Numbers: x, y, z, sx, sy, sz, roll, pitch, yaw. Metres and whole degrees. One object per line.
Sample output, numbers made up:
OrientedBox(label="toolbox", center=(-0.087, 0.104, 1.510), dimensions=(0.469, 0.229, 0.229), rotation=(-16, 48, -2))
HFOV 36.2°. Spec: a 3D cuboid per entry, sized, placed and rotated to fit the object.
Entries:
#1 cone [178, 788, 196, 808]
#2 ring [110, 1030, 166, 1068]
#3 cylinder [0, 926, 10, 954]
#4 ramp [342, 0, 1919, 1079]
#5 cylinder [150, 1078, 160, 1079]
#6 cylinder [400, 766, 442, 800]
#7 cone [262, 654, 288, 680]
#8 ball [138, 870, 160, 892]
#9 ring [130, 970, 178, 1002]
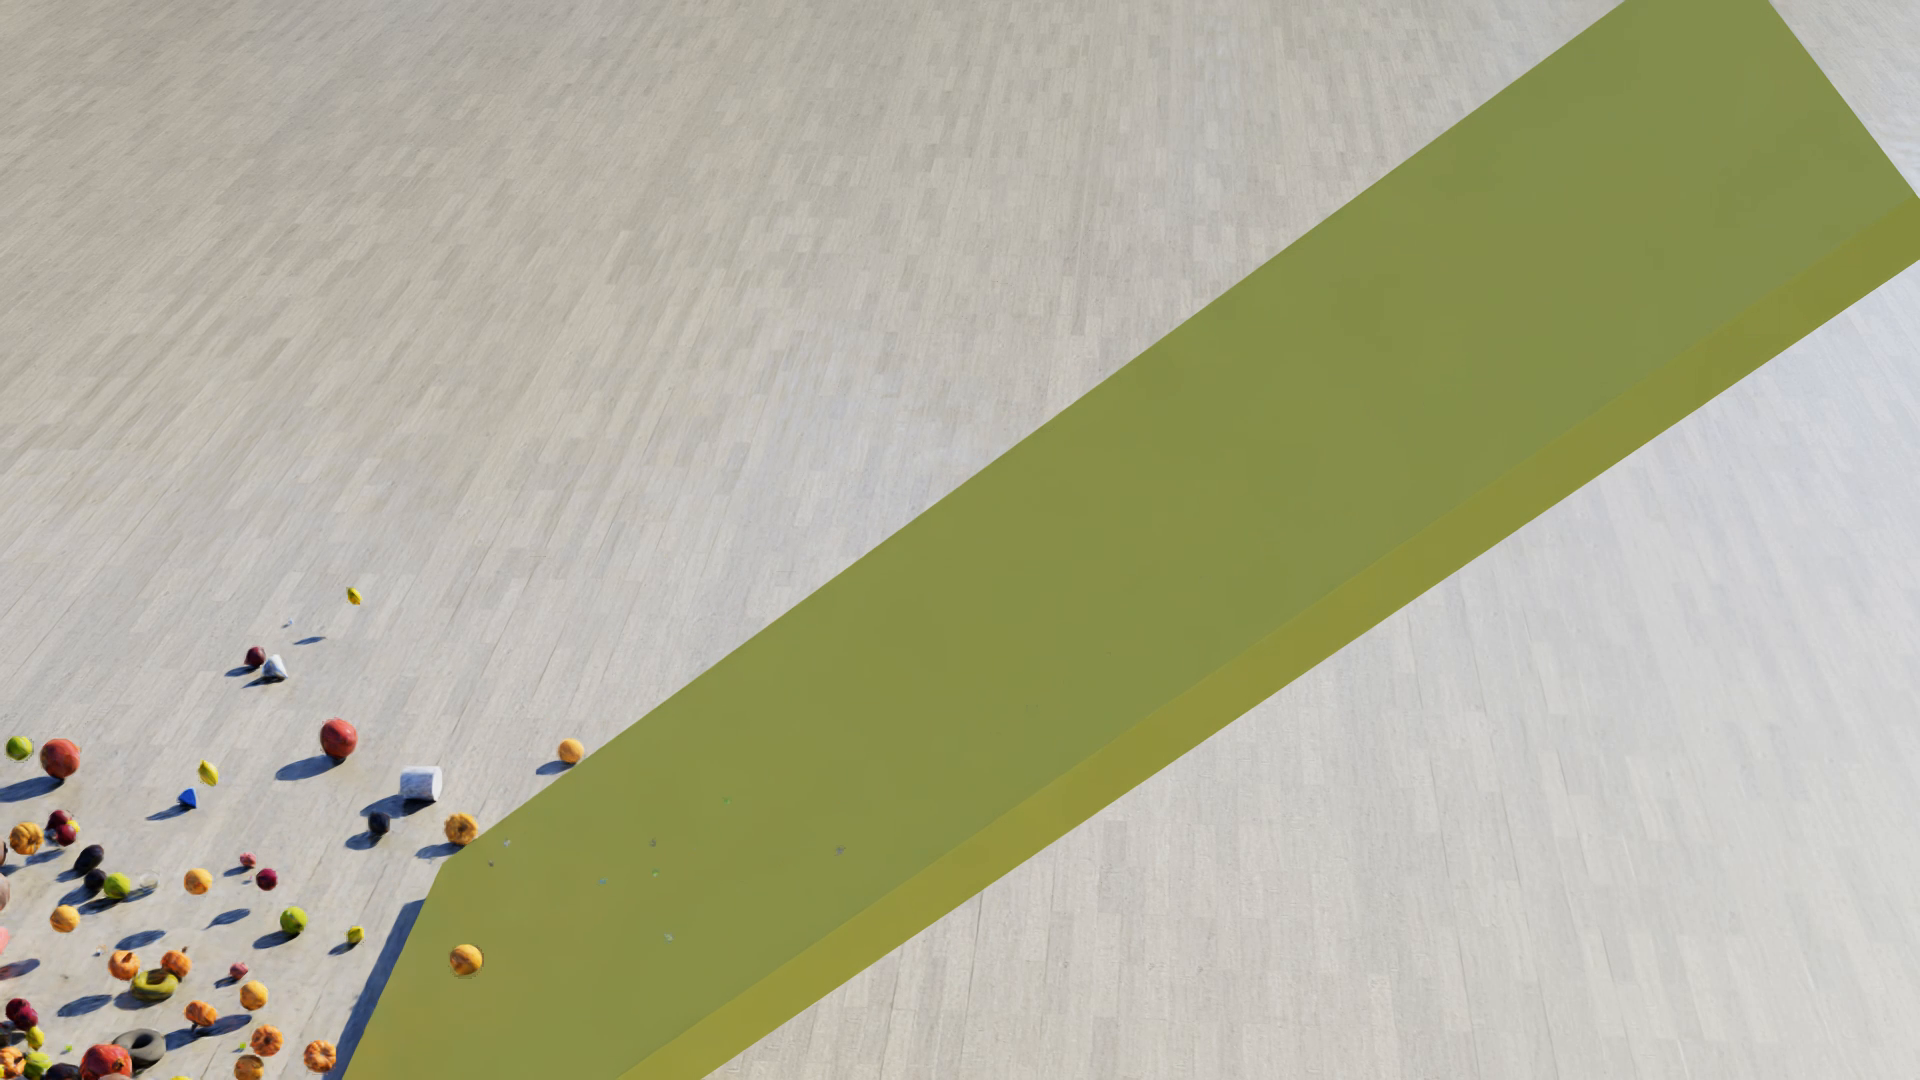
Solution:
OrientedBox(label="cone", center=(-2.168, 0.737, 8.299), dimensions=(0.054, 0.054, 0.054), rotation=(-23, 59, -41))
OrientedBox(label="ring", center=(-1.996, 1.234, 7.142), dimensions=(0.135, 0.045, 0.135), rotation=(0, 22, 0))
OrientedBox(label="cylinder", center=(-2.487, 1.035, 7.508), dimensions=(0.089, 0.089, 0.089), rotation=(6, 45, 14))
OrientedBox(label="ramp", center=(0.121, 0.185, 6.340), dimensions=(4.000, 0.100, 2.000), rotation=(-36, 16, 18))
OrientedBox(label="cylinder", center=(-1.884, 1.306, 6.892), dimensions=(0.065, 0.065, 0.065), rotation=(-21, 45, -39))
OrientedBox(label="cylinder", center=(-1.526, 0.688, 8.325), dimensions=(0.094, 0.094, 0.094), rotation=(3, 24, 6))
OrientedBox(label="cone", center=(-2.089, 0.406, 9.035), dimensions=(0.078, 0.078, 0.078), rotation=(36, 35, 15))
OrientedBox(label="ball", center=(-2.167, 0.911, 7.864), dimensions=(0.056, 0.056, 0.056), rotation=(0, 24, 0))
OrientedBox(label="ring", center=(-2.029, 1.121, 7.407), dimensions=(0.117, 0.039, 0.117), rotation=(1, 23, 0))
